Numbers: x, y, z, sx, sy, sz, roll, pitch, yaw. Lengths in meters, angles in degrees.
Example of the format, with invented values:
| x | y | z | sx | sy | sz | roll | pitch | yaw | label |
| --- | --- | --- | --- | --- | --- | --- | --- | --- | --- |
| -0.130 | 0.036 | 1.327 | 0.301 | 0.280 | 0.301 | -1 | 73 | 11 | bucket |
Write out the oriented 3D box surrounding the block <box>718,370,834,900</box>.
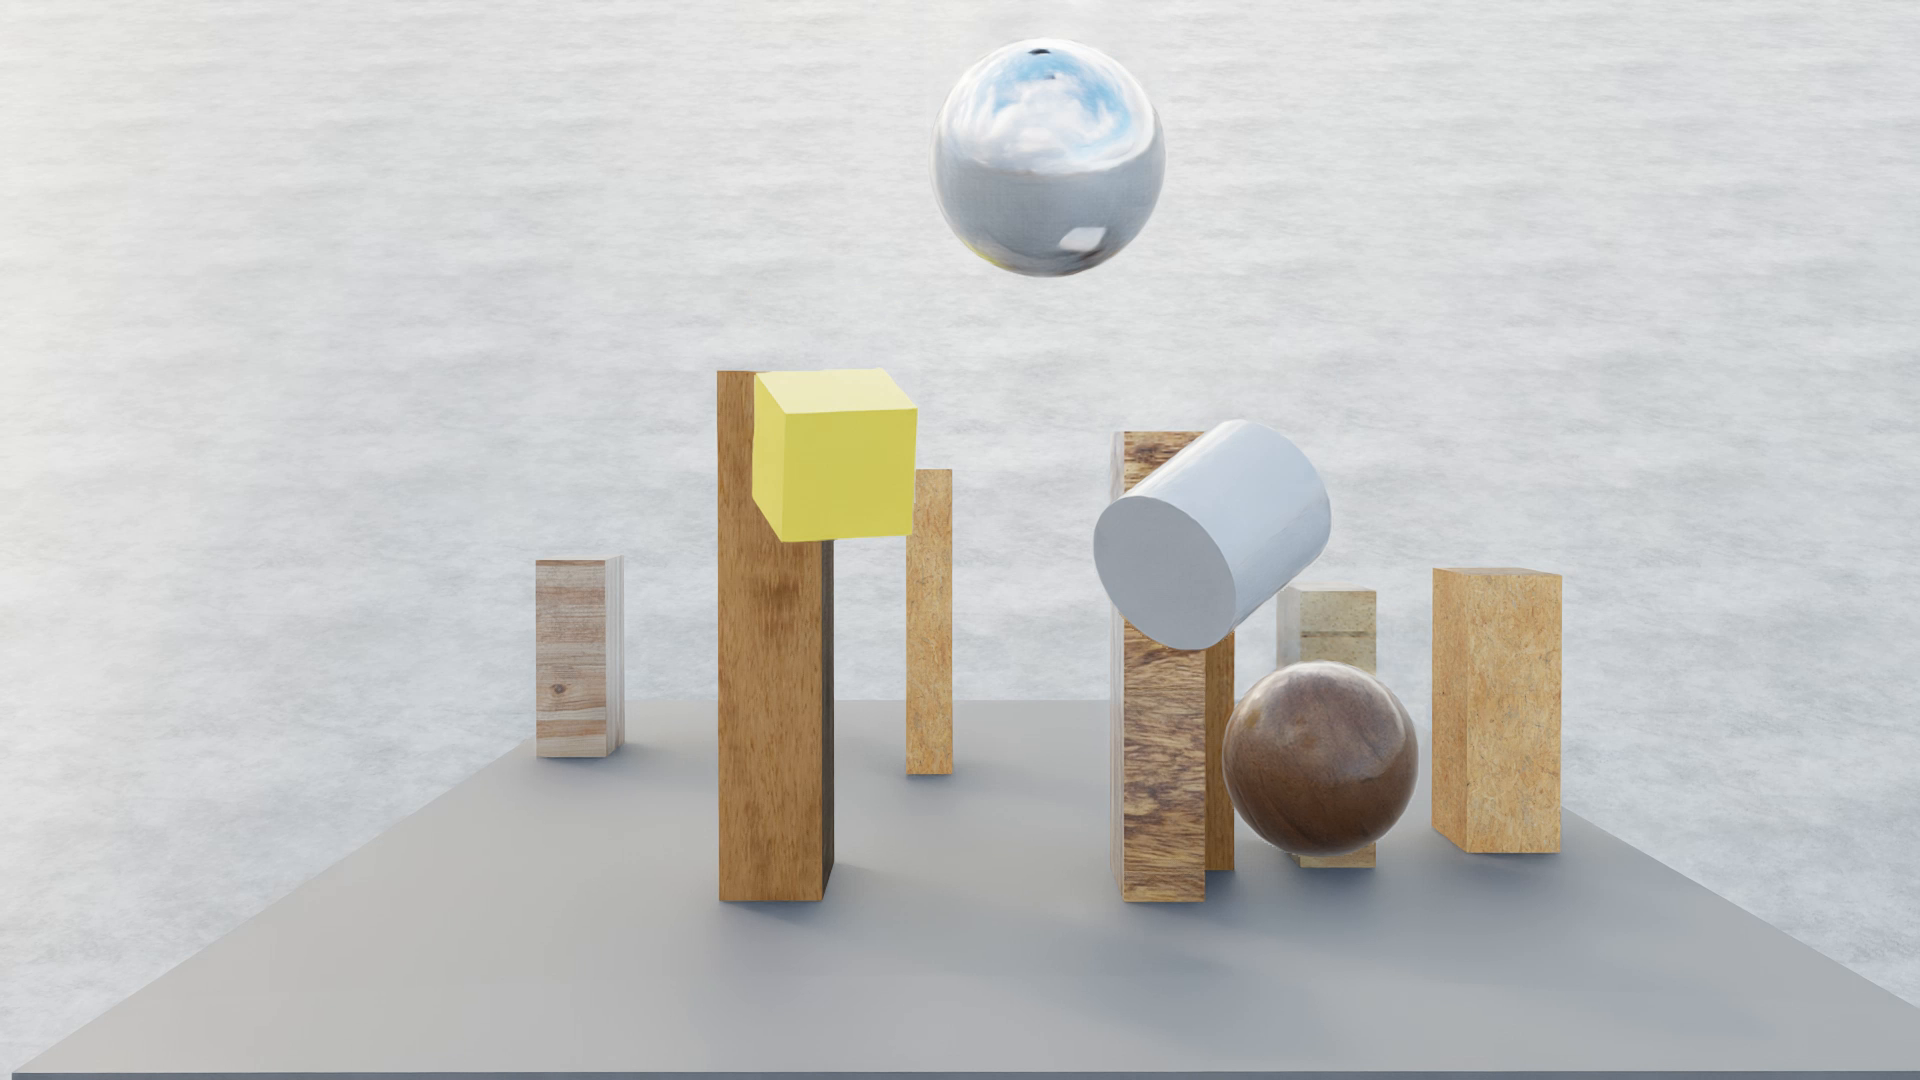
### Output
| x | y | z | sx | sy | sz | roll | pitch | yaw | label |
| --- | --- | --- | --- | --- | --- | --- | --- | --- | --- |
| -0.262 | 0.127 | 3.721 | 0.142 | 0.730 | 0.357 | 0 | 2 | 0 | block |

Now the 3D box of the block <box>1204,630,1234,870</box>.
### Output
| x | y | z | sx | sy | sz | roll | pitch | yaw | label |
| --- | --- | --- | --- | --- | --- | --- | --- | --- | --- |
| 0.343 | 0.243 | 4.002 | 0.126 | 0.480 | 0.386 | 0 | 2 | 0 | block |

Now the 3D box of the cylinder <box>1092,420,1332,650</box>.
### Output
| x | y | z | sx | sy | sz | roll | pitch | yaw | label |
| --- | --- | --- | --- | --- | --- | --- | --- | --- | --- |
| 0.215 | -0.005 | 2.194 | 0.146 | 0.146 | 0.146 | 19 | 39 | 35 | cylinder |

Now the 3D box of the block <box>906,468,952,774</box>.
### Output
| x | y | z | sx | sy | sz | roll | pitch | yaw | label |
| --- | --- | --- | --- | --- | --- | --- | --- | --- | --- |
| -0.060 | 0.155 | 5.117 | 0.089 | 0.590 | 0.260 | 0 | 2 | 0 | block |

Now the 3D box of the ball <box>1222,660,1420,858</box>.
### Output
| x | y | z | sx | sy | sz | roll | pitch | yaw | label |
| --- | --- | --- | --- | --- | --- | --- | --- | --- | --- |
| 0.367 | 0.222 | 2.626 | 0.200 | 0.200 | 0.200 | 0 | 25 | 0 | ball |

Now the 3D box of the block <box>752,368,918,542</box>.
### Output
| x | y | z | sx | sy | sz | roll | pitch | yaw | label |
| --- | --- | --- | --- | --- | --- | --- | --- | --- | --- |
| -0.136 | -0.093 | 2.769 | 0.142 | 0.142 | 0.142 | -3 | 22 | -17 | block |

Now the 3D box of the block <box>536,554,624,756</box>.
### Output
| x | y | z | sx | sy | sz | roll | pitch | yaw | label |
| --- | --- | --- | --- | --- | --- | --- | --- | --- | --- |
| -0.798 | 0.238 | 5.437 | 0.143 | 0.405 | 0.303 | 0 | 2 | 0 | block |

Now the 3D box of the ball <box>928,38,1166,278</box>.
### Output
| x | y | z | sx | sy | sz | roll | pitch | yaw | label |
| --- | --- | --- | --- | --- | --- | --- | --- | --- | --- |
| 0.074 | -0.326 | 2.206 | 0.204 | 0.204 | 0.204 | 0 | 25 | 0 | ball |

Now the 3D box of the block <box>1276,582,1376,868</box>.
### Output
| x | y | z | sx | sy | sz | roll | pitch | yaw | label |
| --- | --- | --- | --- | --- | --- | --- | --- | --- | --- |
| 0.563 | 0.277 | 3.983 | 0.113 | 0.413 | 0.290 | 0 | 2 | 0 | block |

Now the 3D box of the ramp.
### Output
| x | y | z | sx | sy | sz | roll | pitch | yaw | label |
| --- | --- | --- | --- | --- | --- | --- | --- | --- | --- |
| 0.057 | 0.517 | 4.557 | 2.000 | 0.100 | 4.000 | 0 | 2 | 0 | ramp |

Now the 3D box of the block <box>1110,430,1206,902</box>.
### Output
| x | y | z | sx | sy | sz | roll | pitch | yaw | label |
| --- | --- | --- | --- | --- | --- | --- | --- | --- | --- |
| 0.281 | 0.169 | 3.695 | 0.111 | 0.647 | 0.320 | 0 | 2 | 0 | block |

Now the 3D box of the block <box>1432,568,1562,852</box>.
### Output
| x | y | z | sx | sy | sz | roll | pitch | yaw | label |
| --- | --- | --- | --- | --- | --- | --- | --- | --- | --- |
| 0.856 | 0.265 | 4.128 | 0.145 | 0.429 | 0.295 | 0 | 2 | 0 | block |
